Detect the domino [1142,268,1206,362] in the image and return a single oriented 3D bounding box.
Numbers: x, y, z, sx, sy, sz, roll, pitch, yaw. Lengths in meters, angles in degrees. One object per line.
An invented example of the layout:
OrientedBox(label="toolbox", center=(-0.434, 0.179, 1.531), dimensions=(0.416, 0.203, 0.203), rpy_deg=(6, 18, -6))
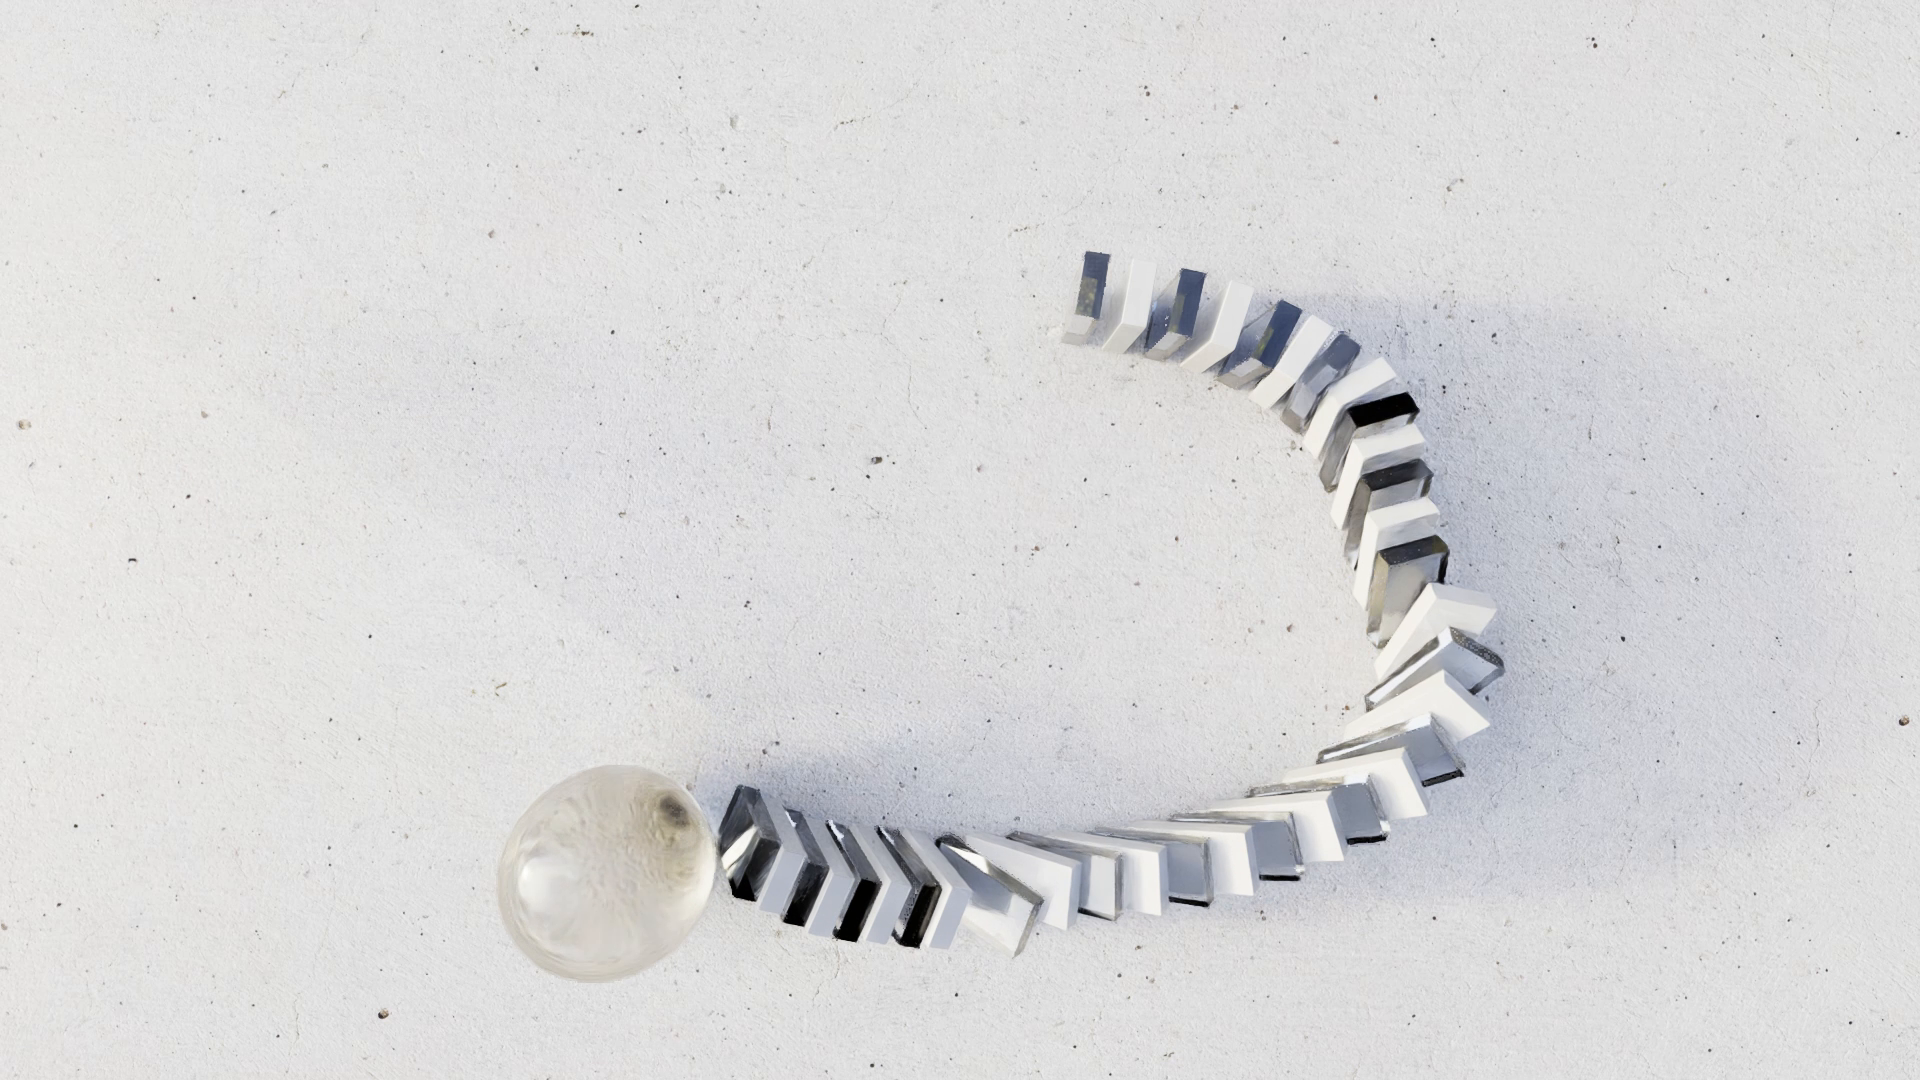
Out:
OrientedBox(label="domino", center=(0.087, -0.091, 0.375), dimensions=(0.010, 0.050, 0.025), rpy_deg=(13, 90, 0))

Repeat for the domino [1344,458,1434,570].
OrientedBox(label="domino", center=(0.176, -0.010, 0.378), dimensions=(0.025, 0.050, 0.010), rpy_deg=(-16, 48, 0))

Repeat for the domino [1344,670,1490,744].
OrientedBox(label="domino", center=(0.189, 0.077, 0.381), dimensions=(0.025, 0.010, 0.050), rpy_deg=(42, 128, -1))

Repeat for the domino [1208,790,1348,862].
OrientedBox(label="domino", center=(0.132, 0.121, 0.382), dimensions=(0.050, 0.010, 0.025), rpy_deg=(-17, 90, 35))

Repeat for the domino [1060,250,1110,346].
OrientedBox(label="domino", center=(0.051, -0.098, 0.375), dimensions=(0.010, 0.050, 0.025), rpy_deg=(10, 90, 0))

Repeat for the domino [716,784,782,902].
OrientedBox(label="domino", center=(-0.087, 0.123, 0.375), dimensions=(0.009, 0.050, 0.025), rpy_deg=(24, 90, -25))

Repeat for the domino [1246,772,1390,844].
OrientedBox(label="domino", center=(0.148, 0.114, 0.382), dimensions=(0.050, 0.010, 0.025), rpy_deg=(-20, 90, 36))

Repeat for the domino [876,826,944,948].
OrientedBox(label="domino", center=(-0.025, 0.141, 0.376), dimensions=(0.010, 0.050, 0.025), rpy_deg=(22, 90, -27))

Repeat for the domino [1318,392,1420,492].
OrientedBox(label="domino", center=(0.166, -0.039, 0.376), dimensions=(0.025, 0.050, 0.010), rpy_deg=(-16, 62, 0))

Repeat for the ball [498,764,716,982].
OrientedBox(label="ball", center=(-0.137, 0.129, 0.360), dimensions=(0.080, 0.080, 0.080), rpy_deg=(0, 90, 0))

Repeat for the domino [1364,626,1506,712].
OrientedBox(label="domino", center=(0.196, 0.060, 0.380), dimensions=(0.025, 0.009, 0.050), rpy_deg=(30, 128, -1))

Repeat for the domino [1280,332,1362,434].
OrientedBox(label="domino", center=(0.146, -0.063, 0.375), dimensions=(0.009, 0.050, 0.025), rpy_deg=(44, 90, 16))

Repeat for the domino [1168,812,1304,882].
OrientedBox(label="domino", center=(0.115, 0.127, 0.382), dimensions=(0.050, 0.010, 0.025), rpy_deg=(-12, 90, 34))

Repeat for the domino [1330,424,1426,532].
OrientedBox(label="domino", center=(0.171, -0.025, 0.377), dimensions=(0.025, 0.050, 0.010), rpy_deg=(-16, 54, 0))

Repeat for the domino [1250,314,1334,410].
OrientedBox(label="domino", center=(0.134, -0.071, 0.375), dimensions=(0.009, 0.050, 0.025), rpy_deg=(35, 90, 8))

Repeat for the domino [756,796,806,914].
OrientedBox(label="domino", center=(-0.078, 0.128, 0.375), dimensions=(0.010, 0.050, 0.025), rpy_deg=(24, 90, -25))

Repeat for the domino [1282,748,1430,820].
OrientedBox(label="domino", center=(0.164, 0.105, 0.381), dimensions=(0.050, 0.009, 0.025), rpy_deg=(-25, 91, 36))

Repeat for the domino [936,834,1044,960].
OrientedBox(label="domino", center=(0.008, 0.148, 0.381), dimensions=(0.050, 0.010, 0.025), rpy_deg=(25, 100, 31))

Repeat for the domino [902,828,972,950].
OrientedBox(label="domino", center=(-0.014, 0.142, 0.375), dimensions=(0.009, 0.050, 0.025), rpy_deg=(21, 91, -27))

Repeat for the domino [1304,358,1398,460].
OrientedBox(label="domino", center=(0.159, -0.053, 0.375), dimensions=(0.025, 0.050, 0.009), rpy_deg=(-28, 68, 0))

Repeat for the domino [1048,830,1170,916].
OrientedBox(label="domino", center=(0.061, 0.138, 0.382), dimensions=(0.050, 0.009, 0.025), rpy_deg=(-3, 90, 33))

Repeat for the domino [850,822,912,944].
OrientedBox(label="domino", center=(-0.037, 0.139, 0.375), dimensions=(0.010, 0.050, 0.025), rpy_deg=(24, 90, -25))

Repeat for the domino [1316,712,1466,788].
OrientedBox(label="domino", center=(0.178, 0.093, 0.381), dimensions=(0.050, 0.010, 0.025), rpy_deg=(-34, 91, 37))

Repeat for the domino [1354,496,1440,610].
OrientedBox(label="domino", center=(0.180, 0.006, 0.379), dimensions=(0.025, 0.009, 0.050), rpy_deg=(-16, 134, 0))

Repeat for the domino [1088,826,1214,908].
OrientedBox(label="domino", center=(0.079, 0.136, 0.382), dimensions=(0.050, 0.009, 0.025), rpy_deg=(-5, 90, 33))

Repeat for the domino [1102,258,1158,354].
OrientedBox(label="domino", center=(0.069, -0.094, 0.375), dimensions=(0.010, 0.050, 0.025), rpy_deg=(10, 90, 0))

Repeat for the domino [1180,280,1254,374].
OrientedBox(label="domino", center=(0.104, -0.086, 0.375), dimensions=(0.010, 0.050, 0.025), rpy_deg=(18, 90, 0))

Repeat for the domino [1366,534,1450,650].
OrientedBox(label="domino", center=(0.185, 0.022, 0.380), dimensions=(0.025, 0.009, 0.050), rpy_deg=(-15, 130, 0))

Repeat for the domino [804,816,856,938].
OrientedBox(label="domino", center=(-0.059, 0.137, 0.375), dimensions=(0.009, 0.050, 0.025), rpy_deg=(24, 90, -25))

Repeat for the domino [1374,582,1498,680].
OrientedBox(label="domino", center=(0.196, 0.041, 0.380), dimensions=(0.025, 0.009, 0.050), rpy_deg=(11, 130, -1))

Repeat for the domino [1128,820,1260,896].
OrientedBox(label="domino", center=(0.097, 0.132, 0.382), dimensions=(0.050, 0.009, 0.025), rpy_deg=(-9, 90, 34))

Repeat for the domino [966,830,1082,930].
OrientedBox(label="domino", center=(0.025, 0.141, 0.382), dimensions=(0.050, 0.010, 0.025), rpy_deg=(6, 91, 33))

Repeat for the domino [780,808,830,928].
OrientedBox(label="domino", center=(-0.069, 0.133, 0.375), dimensions=(0.009, 0.050, 0.025), rpy_deg=(24, 90, -25))

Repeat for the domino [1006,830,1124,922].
OrientedBox(label="domino", center=(0.043, 0.139, 0.382), dimensions=(0.050, 0.010, 0.025), rpy_deg=(0, 90, 33))

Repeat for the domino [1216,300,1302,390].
OrientedBox(label="domino", center=(0.121, -0.079, 0.375), dimensions=(0.010, 0.050, 0.025), rpy_deg=(27, 90, 0))

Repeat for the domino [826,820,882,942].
OrientedBox(label="domino", center=(-0.049, 0.139, 0.375), dimensions=(0.009, 0.050, 0.025), rpy_deg=(24, 90, -25))
